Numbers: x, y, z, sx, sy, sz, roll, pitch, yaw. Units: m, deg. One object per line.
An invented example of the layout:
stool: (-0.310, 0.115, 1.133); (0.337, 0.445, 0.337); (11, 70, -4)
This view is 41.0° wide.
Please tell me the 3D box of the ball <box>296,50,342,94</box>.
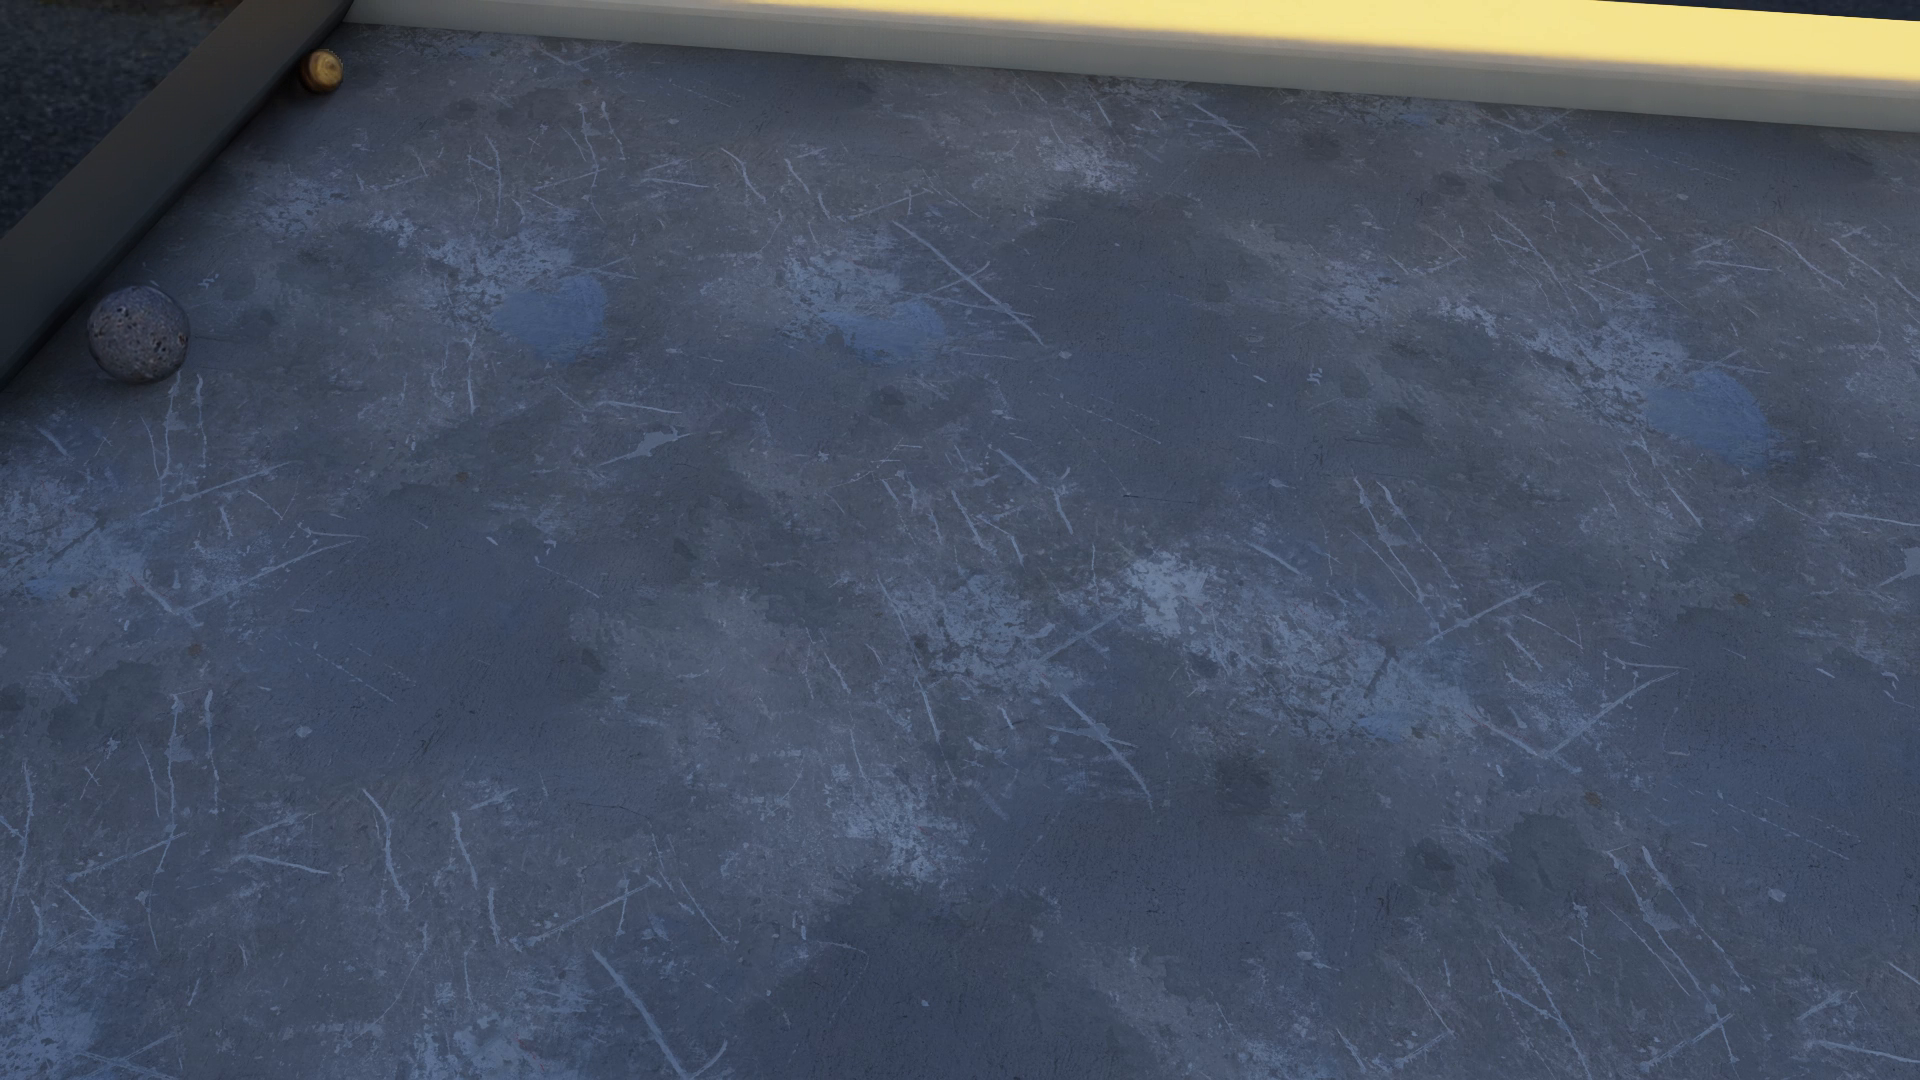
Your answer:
ball: (-0.662, -0.483, 2.649); (0.045, 0.045, 0.045); (0, 35, 0)

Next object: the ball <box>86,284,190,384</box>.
ball: (-0.694, -0.174, 2.166); (0.084, 0.084, 0.084); (0, 35, 0)

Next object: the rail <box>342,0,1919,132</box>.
rail: (0.985, -0.444, 2.529); (3.386, 0.116, 0.045); (6, 35, 8)

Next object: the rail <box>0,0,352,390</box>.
rail: (-0.811, -0.100, 2.029); (0.045, 0.116, 1.847); (6, 35, 8)
